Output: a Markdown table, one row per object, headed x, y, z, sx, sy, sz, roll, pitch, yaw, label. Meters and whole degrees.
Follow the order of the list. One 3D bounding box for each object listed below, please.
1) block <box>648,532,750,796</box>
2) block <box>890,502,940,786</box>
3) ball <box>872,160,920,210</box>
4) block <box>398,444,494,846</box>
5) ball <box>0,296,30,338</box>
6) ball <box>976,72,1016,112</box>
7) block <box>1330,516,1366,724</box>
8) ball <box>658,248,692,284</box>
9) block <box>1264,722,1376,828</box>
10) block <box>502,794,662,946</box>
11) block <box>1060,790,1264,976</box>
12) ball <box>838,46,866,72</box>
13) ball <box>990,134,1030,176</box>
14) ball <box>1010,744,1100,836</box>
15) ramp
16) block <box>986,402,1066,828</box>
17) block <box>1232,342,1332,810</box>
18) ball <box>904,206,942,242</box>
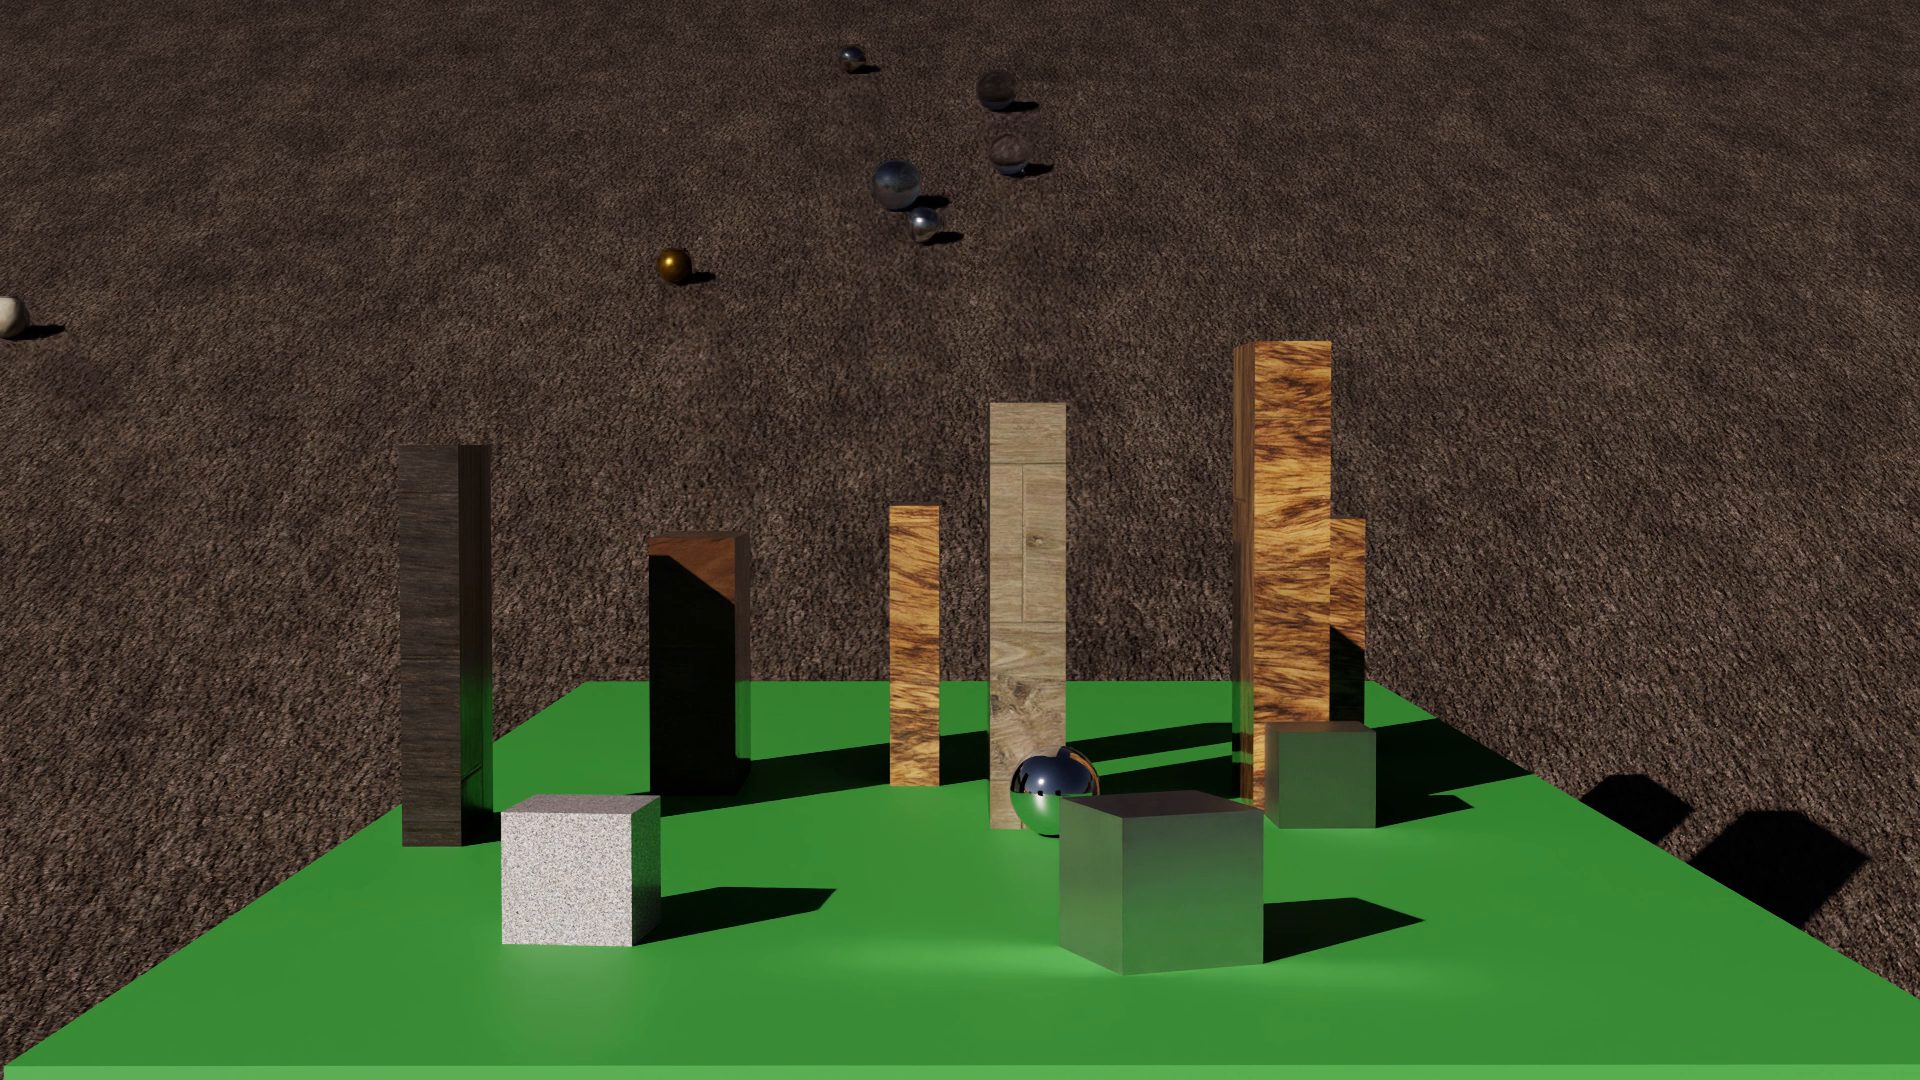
| x | y | z | sx | sy | sz | roll | pitch | yaw | label |
| --- | --- | --- | --- | --- | --- | --- | --- | --- | --- |
| -0.463 | 0.213 | 4.610 | 0.148 | 0.446 | 0.326 | 0 | 2 | 0 | block |
| -0.081 | 0.183 | 4.701 | 0.087 | 0.498 | 0.274 | 0 | 2 | 0 | block |
| -0.268 | -1.482 | 10.754 | 0.206 | 0.206 | 0.206 | 0 | 23 | 0 | ball |
| -0.801 | 0.156 | 4.023 | 0.090 | 0.607 | 0.271 | 0 | 2 | 0 | block |
| -3.422 | -0.799 | 9.252 | 0.149 | 0.149 | 0.149 | 0 | 23 | 0 | ball |
| 0.174 | -2.146 | 12.308 | 0.187 | 0.187 | 0.187 | 0 | 23 | 0 | ball |
| 0.747 | 0.184 | 5.149 | 0.084 | 0.459 | 0.255 | 0 | 2 | 0 | block |
| -1.090 | -1.049 | 9.851 | 0.131 | 0.131 | 0.131 | 0 | 23 | 0 | ball |
| 0.579 | 0.377 | 4.148 | 0.153 | 0.153 | 0.153 | 0 | 2 | -2 | block |
| -0.472 | 0.411 | 3.220 | 0.162 | 0.162 | 0.162 | 0 | 2 | 6 | block |
| 0.239 | 0.406 | 3.077 | 0.182 | 0.182 | 0.182 | -1 | 2 | -21 | block |
| -0.549 | -2.437 | 13.042 | 0.137 | 0.137 | 0.137 | 0 | 23 | 0 | ball |
| 0.216 | -1.686 | 11.261 | 0.177 | 0.177 | 0.177 | 0 | 23 | 0 | ball |
| 0.148 | 0.389 | 3.999 | 0.142 | 0.142 | 0.142 | 0 | 23 | 0 | ball |
| 0.054 | 0.488 | 4.541 | 2.000 | 0.100 | 4.000 | 0 | 2 | 0 | ramp |
| 0.107 | 0.113 | 4.262 | 0.119 | 0.673 | 0.405 | 0 | 2 | 0 | block |
| 0.543 | 0.057 | 4.377 | 0.124 | 0.775 | 0.327 | 0 | 2 | 0 | block |
| -0.149 | -1.265 | 10.331 | 0.146 | 0.146 | 0.146 | 0 | 23 | 0 | ball |
